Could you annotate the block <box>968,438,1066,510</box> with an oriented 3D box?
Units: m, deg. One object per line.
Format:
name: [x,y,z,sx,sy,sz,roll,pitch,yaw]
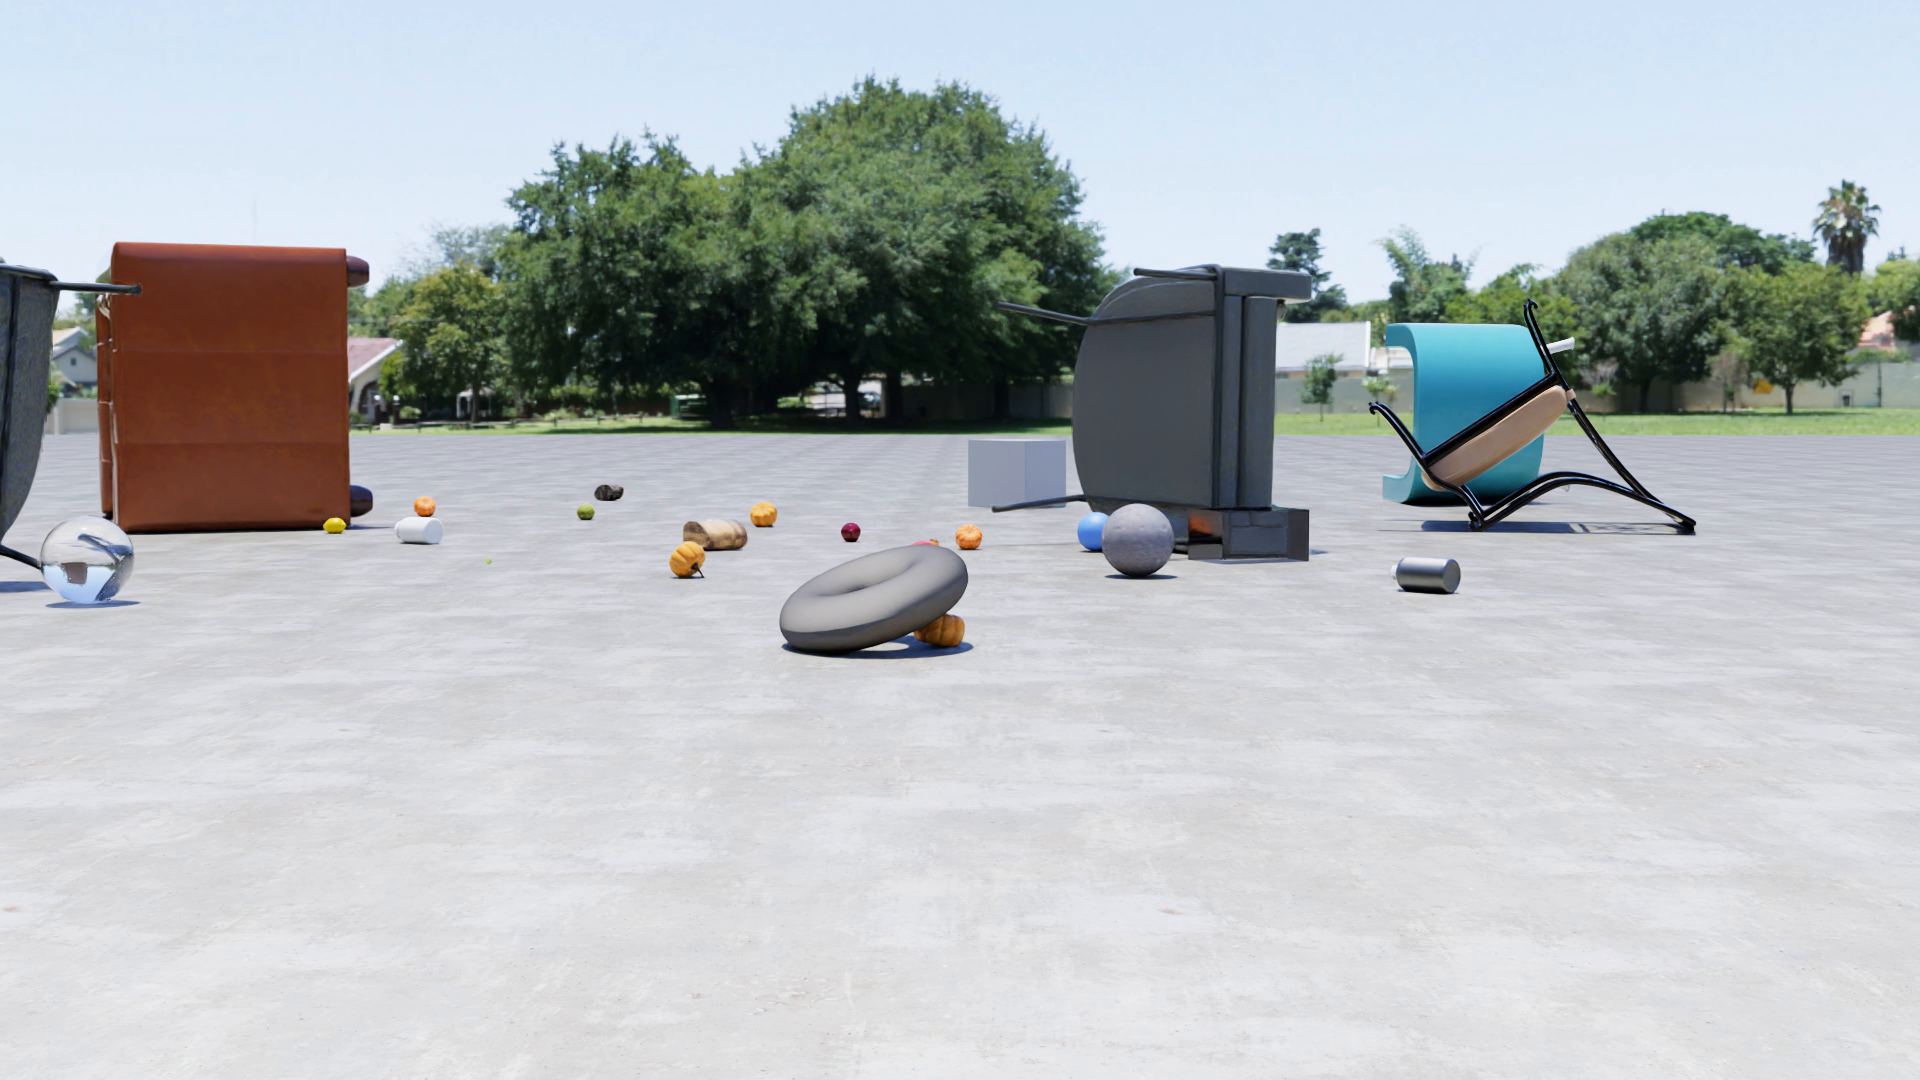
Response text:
block: [0.216,-0.253,8.370,0.223,0.255,0.303,-4,5,-44]

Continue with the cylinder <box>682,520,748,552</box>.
cylinder: [-0.684,-0.013,6.137,0.137,0.081,0.120,-3,15,-41]

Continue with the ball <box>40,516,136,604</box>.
ball: [-1.820,0.041,4.588,0.186,0.186,0.186,0,4,0]

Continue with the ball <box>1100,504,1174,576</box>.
ball: [0.425,0.000,5.257,0.176,0.176,0.176,0,4,0]

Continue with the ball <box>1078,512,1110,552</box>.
ball: [0.378,-0.022,6.076,0.109,0.109,0.109,0,4,0]

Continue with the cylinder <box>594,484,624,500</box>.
cylinder: [-1.414,-0.191,8.857,0.116,0.062,0.061,-10,-4,44]

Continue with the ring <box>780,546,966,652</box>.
ring: [-0.151,0.101,3.836,0.343,0.097,0.381,-19,12,-4]

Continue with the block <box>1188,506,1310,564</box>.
block: [0.755,-0.014,5.756,0.262,0.136,0.174,-2,4,-24]
